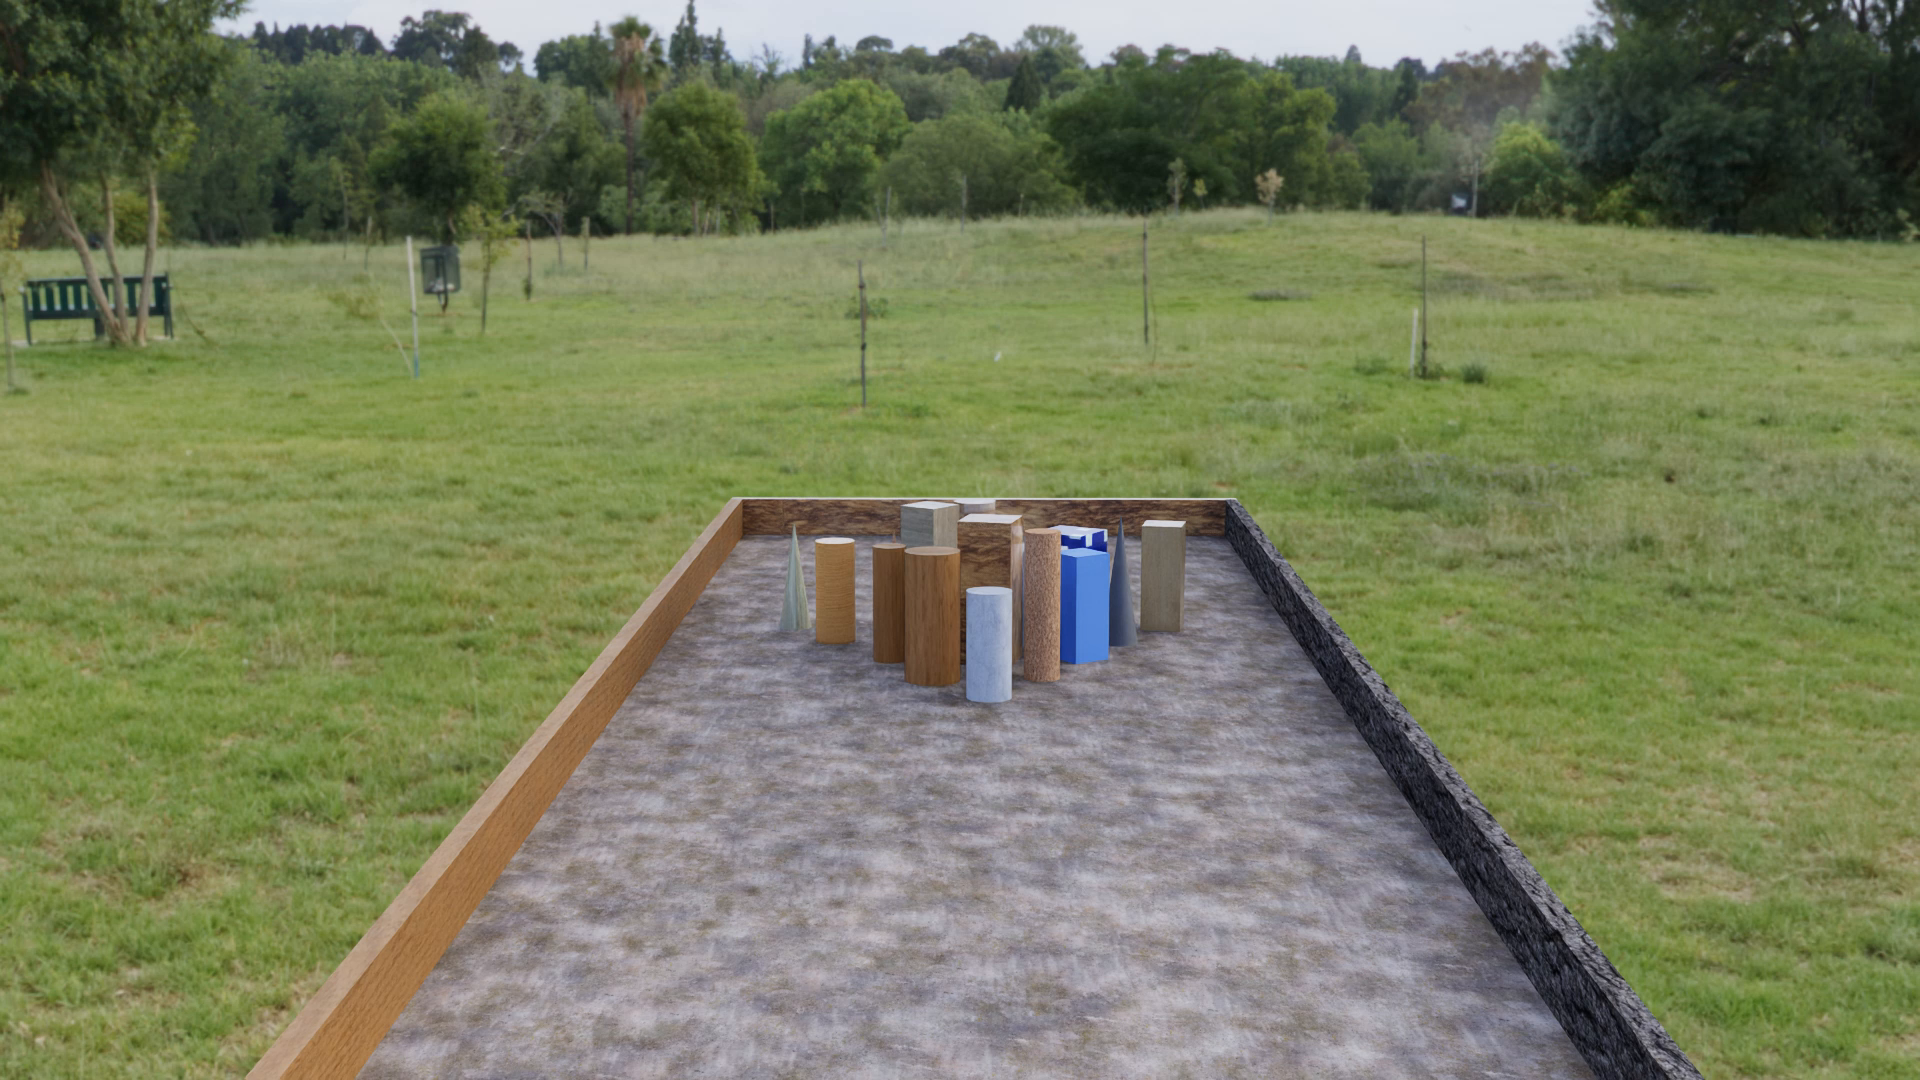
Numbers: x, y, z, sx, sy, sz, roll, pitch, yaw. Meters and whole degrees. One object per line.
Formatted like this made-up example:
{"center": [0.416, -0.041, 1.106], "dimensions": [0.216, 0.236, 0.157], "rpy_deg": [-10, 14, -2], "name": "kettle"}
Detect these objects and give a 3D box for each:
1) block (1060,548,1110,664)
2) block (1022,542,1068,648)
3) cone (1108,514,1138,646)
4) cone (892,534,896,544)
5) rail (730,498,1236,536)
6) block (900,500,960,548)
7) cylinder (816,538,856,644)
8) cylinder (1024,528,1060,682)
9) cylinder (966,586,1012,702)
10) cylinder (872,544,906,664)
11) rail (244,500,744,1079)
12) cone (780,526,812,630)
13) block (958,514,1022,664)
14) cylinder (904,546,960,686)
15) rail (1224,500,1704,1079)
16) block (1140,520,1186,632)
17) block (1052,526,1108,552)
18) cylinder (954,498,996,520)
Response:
{"center": [0.364, 0.200, 6.703], "dimensions": [0.128, 0.328, 0.128], "rpy_deg": [-6, 11, -35], "name": "block"}
{"center": [0.233, 0.174, 6.936], "dimensions": [0.155, 0.305, 0.155], "rpy_deg": [6, 11, 31], "name": "block"}
{"center": [0.505, 0.122, 6.925], "dimensions": [0.116, 0.412, 0.116], "rpy_deg": [0, 9, 0], "name": "cone"}
{"center": [-0.215, 0.123, 7.192], "dimensions": [0.106, 0.326, 0.106], "rpy_deg": [0, 9, 0], "name": "cone"}
{"center": [0.099, -0.098, 9.147], "dimensions": [2.100, 0.150, 0.050], "rpy_deg": [0, 9, 1], "name": "rail"}
{"center": [-0.094, 0.106, 6.949], "dimensions": [0.131, 0.437, 0.131], "rpy_deg": [7, 11, 37], "name": "block"}
{"center": [-0.395, 0.161, 6.966], "dimensions": [0.125, 0.322, 0.125], "rpy_deg": [0, 9, 0], "name": "cylinder"}
{"center": [0.241, 0.189, 6.421], "dimensions": [0.105, 0.436, 0.105], "rpy_deg": [0, 9, 0], "name": "cylinder"}
{"center": [0.082, 0.293, 6.185], "dimensions": [0.129, 0.306, 0.129], "rpy_deg": [0, 9, 0], "name": "cylinder"}
{"center": [-0.213, 0.192, 6.675], "dimensions": [0.102, 0.352, 0.102], "rpy_deg": [0, 9, 0], "name": "cylinder"}
{"center": [-1.004, 0.839, 3.234], "dimensions": [0.050, 0.150, 12.000], "rpy_deg": [0, 9, 1], "name": "rail"}
{"center": [-0.539, 0.112, 7.179], "dimensions": [0.105, 0.352, 0.105], "rpy_deg": [0, 9, 0], "name": "cone"}
{"center": [0.092, 0.151, 6.664], "dimensions": [0.164, 0.437, 0.164], "rpy_deg": [2, 9, 14], "name": "block"}
{"center": [-0.080, 0.220, 6.401], "dimensions": [0.164, 0.382, 0.164], "rpy_deg": [0, 9, 0], "name": "cylinder"}
{"center": [1.046, 0.843, 3.208], "dimensions": [0.050, 0.150, 12.000], "rpy_deg": [0, 9, 1], "name": "rail"}
{"center": [0.663, 0.116, 7.179], "dimensions": [0.129, 0.344, 0.129], "rpy_deg": [2, 9, 12], "name": "block"}
{"center": [0.361, 0.126, 7.201], "dimensions": [0.177, 0.317, 0.177], "rpy_deg": [6, 11, 31], "name": "block"}
{"center": [0.048, 0.080, 7.172], "dimensions": [0.135, 0.418, 0.135], "rpy_deg": [0, 9, 0], "name": "cylinder"}
